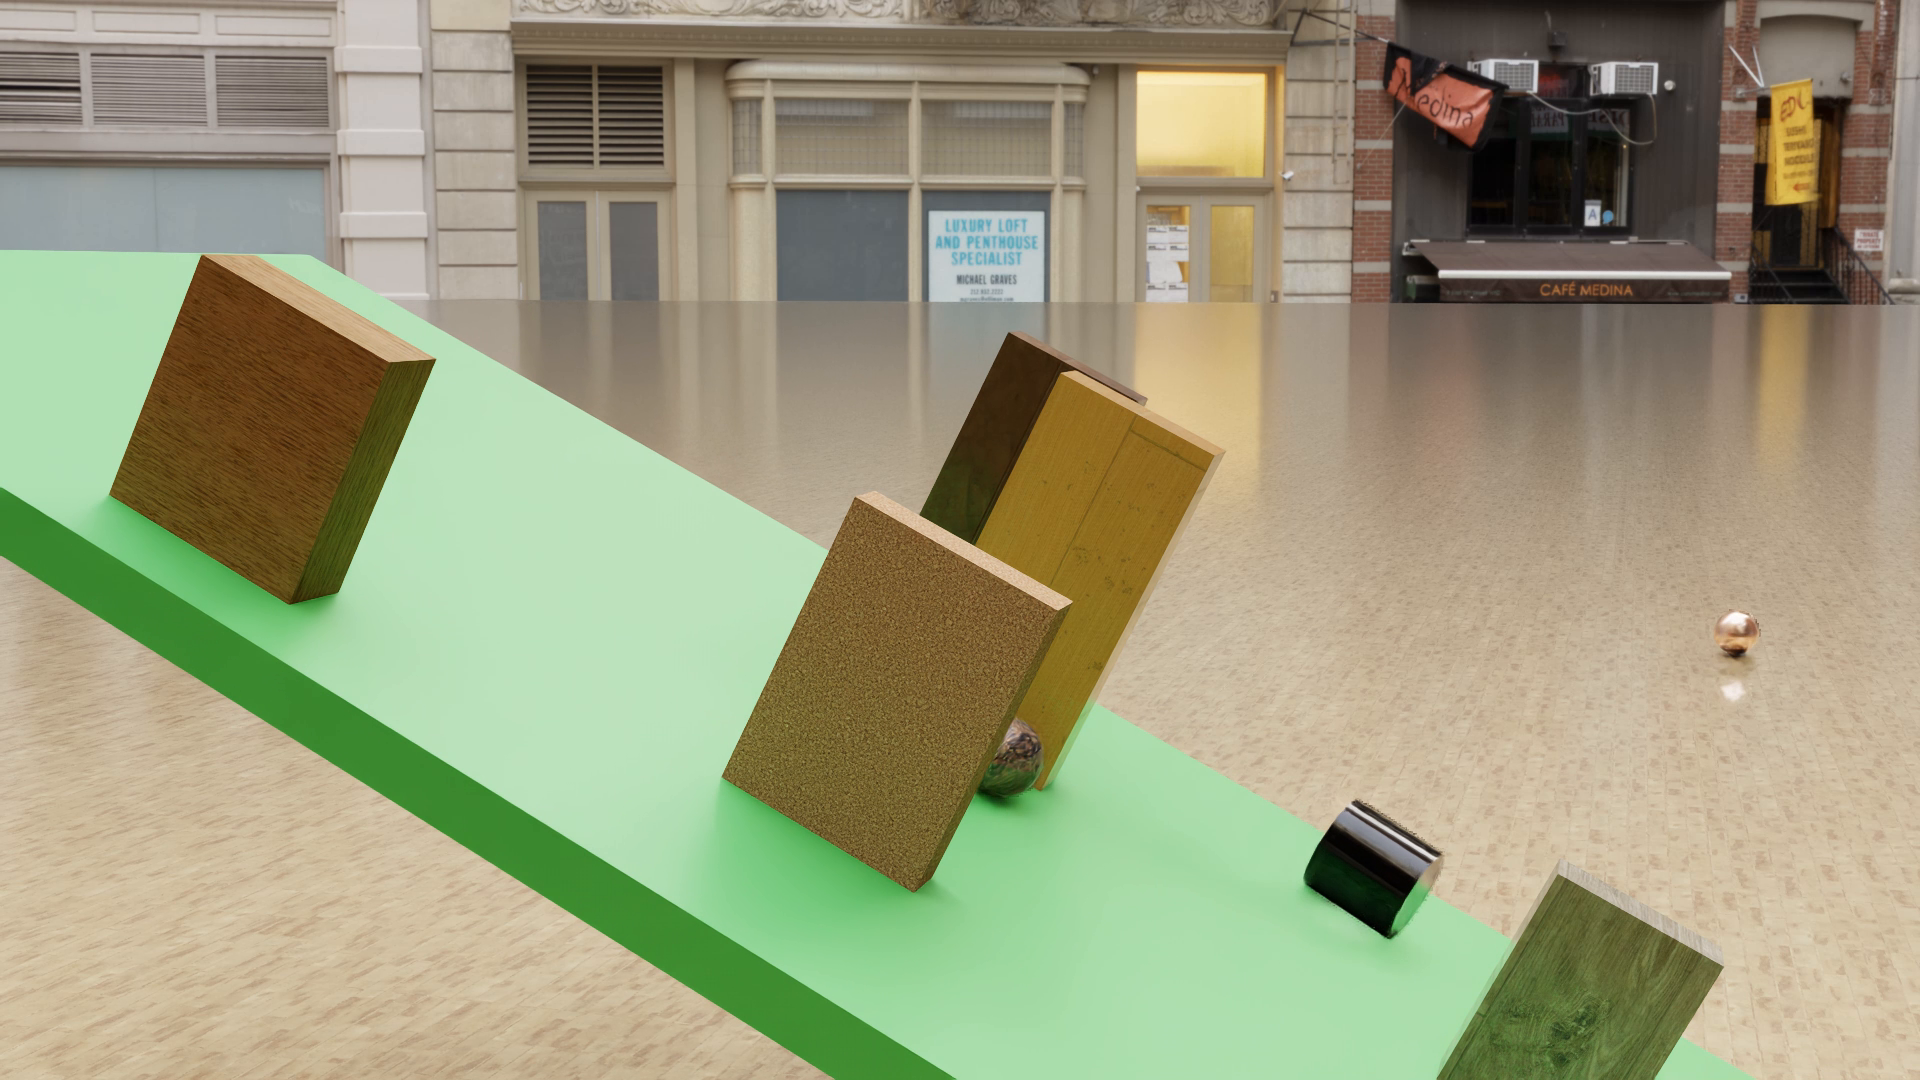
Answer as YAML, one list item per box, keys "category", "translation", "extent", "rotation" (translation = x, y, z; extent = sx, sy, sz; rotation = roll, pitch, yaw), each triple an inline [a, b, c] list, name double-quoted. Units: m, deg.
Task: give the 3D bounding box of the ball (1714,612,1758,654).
- category: "ball"
  translation: [3.792, 0.455, 10.746]
  extent: [0.208, 0.208, 0.208]
  rotation: [0, 7, 0]

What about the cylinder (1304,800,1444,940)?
- category: "cylinder"
  translation: [0.842, 0.671, 4.477]
  extent: [0.204, 0.204, 0.204]
  rotation: [32, 21, 23]

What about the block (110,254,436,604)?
- category: "block"
  translation: [-1.118, -0.183, 3.571]
  extent: [0.372, 0.436, 0.142]
  rotation: [29, 14, 12]

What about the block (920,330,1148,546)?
- category: "block"
  translation: [0.101, -0.064, 4.769]
  extent: [0.316, 0.707, 0.102]
  rotation: [29, 14, 12]

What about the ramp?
- category: "ramp"
  translation: [-0.238, 0.399, 4.156]
  extent: [4.000, 0.100, 2.000]
  rotation: [29, 14, 12]

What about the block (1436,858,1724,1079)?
- category: "block"
  translation: [1.080, 0.829, 3.842]
  extent: [0.308, 0.435, 0.111]
  rotation: [29, 14, 12]

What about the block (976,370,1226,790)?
- category: "block"
  translation: [0.193, 0.080, 4.319]
  extent: [0.336, 0.749, 0.121]
  rotation: [29, 14, 12]

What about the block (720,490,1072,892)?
- category: "block"
  translation: [-0.108, 0.248, 3.613]
  extent: [0.379, 0.535, 0.099]
  rotation: [29, 14, 12]

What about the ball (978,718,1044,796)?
- category: "ball"
  translation: [0.084, 0.410, 4.171]
  extent: [0.152, 0.152, 0.152]
  rotation: [0, 7, 0]
